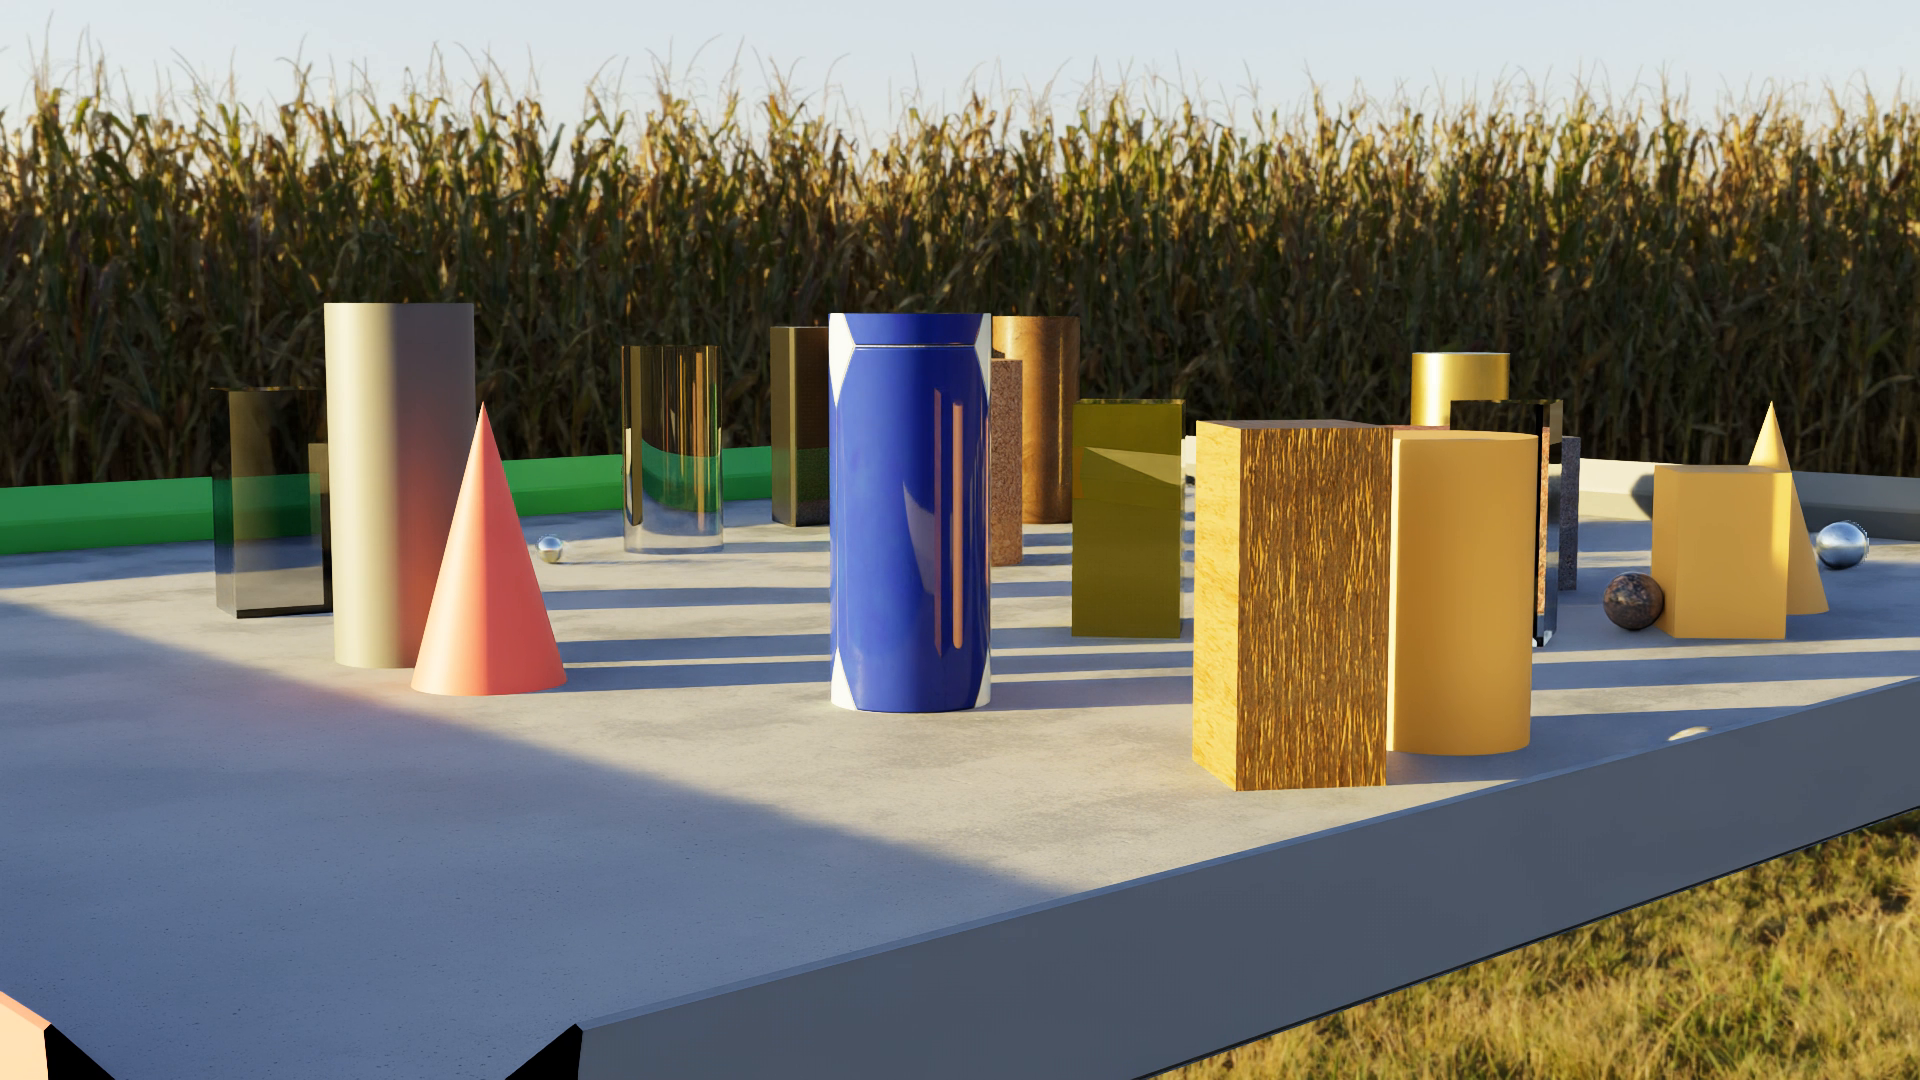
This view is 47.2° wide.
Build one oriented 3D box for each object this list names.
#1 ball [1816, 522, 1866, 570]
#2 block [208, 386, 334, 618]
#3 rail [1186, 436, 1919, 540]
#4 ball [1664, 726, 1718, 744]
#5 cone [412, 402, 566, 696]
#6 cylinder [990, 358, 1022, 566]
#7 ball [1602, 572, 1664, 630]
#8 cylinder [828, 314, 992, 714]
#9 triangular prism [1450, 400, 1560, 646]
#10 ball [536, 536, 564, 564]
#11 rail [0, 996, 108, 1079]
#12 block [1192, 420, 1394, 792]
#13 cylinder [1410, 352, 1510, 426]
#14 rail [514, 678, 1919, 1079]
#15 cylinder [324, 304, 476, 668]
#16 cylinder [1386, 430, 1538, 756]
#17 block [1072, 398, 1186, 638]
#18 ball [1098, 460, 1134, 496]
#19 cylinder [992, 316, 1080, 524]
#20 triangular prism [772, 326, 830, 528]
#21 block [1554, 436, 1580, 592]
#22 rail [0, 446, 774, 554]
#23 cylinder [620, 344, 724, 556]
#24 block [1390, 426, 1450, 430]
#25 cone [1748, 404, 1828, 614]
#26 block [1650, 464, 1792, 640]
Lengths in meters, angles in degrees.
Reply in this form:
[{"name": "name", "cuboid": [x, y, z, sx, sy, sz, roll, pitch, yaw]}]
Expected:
[{"name": "ball", "cuboid": [1.487, 0.010, 3.712, 0.080, 0.080, 0.080, 0, 6, 0]}, {"name": "block", "cuboid": [-1.002, -0.059, 3.211, 0.145, 0.323, 0.145, -3, 7, -29]}, {"name": "rail", "cuboid": [1.374, -0.104, 4.593, 0.045, 0.118, 3.207, -6, 8, -42]}, {"name": "ball", "cuboid": [0.640, 0.203, 1.891, 0.084, 0.084, 0.084, 0, 6, 0]}, {"name": "cone", "cuboid": [-0.557, 0.003, 2.586, 0.181, 0.333, 0.181, 0, 6, 0]}, {"name": "cylinder", "cuboid": [0.018, -0.137, 3.816, 0.181, 0.351, 0.181, 0, 6, 0]}, {"name": "ball", "cuboid": [0.924, 0.084, 3.020, 0.081, 0.081, 0.081, 0, 6, 0]}, {"name": "cylinder", "cuboid": [-0.056, -0.036, 2.469, 0.181, 0.435, 0.181, 0, 6, 0]}, {"name": "triangular prism", "cuboid": [0.762, -0.029, 2.960, 0.136, 0.317, 0.157, -5, 8, -39]}, {"name": "ball", "cuboid": [-0.708, 0.018, 3.798, 0.046, 0.046, 0.046, 0, 6, 0]}, {"name": "rail", "cuboid": [-1.374, 0.165, 2.072, 0.045, 0.118, 3.207, -6, 8, -42]}, {"name": "block", "cuboid": [0.312, 0.057, 2.086, 0.145, 0.333, 0.145, -1, 6, -10]}, {"name": "cylinder", "cuboid": [0.944, -0.176, 4.165, 0.181, 0.354, 0.181, 0, 6, 0]}, {"name": "rail", "cuboid": [1.071, 0.154, 2.178, 3.786, 0.118, 0.045, -6, 8, -42]}, {"name": "cylinder", "cuboid": [-0.700, -0.073, 2.768, 0.181, 0.446, 0.181, 0, 6, 0]}, {"name": "cylinder", "cuboid": [0.495, 0.049, 2.255, 0.181, 0.312, 0.181, 0, 6, 0]}, {"name": "block", "cuboid": [0.232, -0.033, 3.011, 0.145, 0.314, 0.145, 1, 6, 8]}, {"name": "ball", "cuboid": [0.365, -0.145, 5.155, 0.081, 0.081, 0.081, 0, 6, 0]}, {"name": "cylinder", "cuboid": [0.158, -0.251, 4.546, 0.181, 0.421, 0.181, 0, 6, 0]}, {"name": "triangular prism", "cuboid": [-0.336, -0.235, 4.500, 0.136, 0.400, 0.157, 5, 8, 40]}, {"name": "block", "cuboid": [0.874, -0.045, 3.479, 0.145, 0.239, 0.145, -2, 6, -19]}, {"name": "rail", "cuboid": [-1.071, -0.093, 4.487, 3.786, 0.118, 0.045, -6, 8, -42]}, {"name": "cylinder", "cuboid": [-0.523, -0.167, 3.999, 0.181, 0.372, 0.181, 0, 6, 0]}, {"name": "block", "cuboid": [0.702, -0.037, 3.299, 0.145, 0.262, 0.145, 0, 6, 4]}, {"name": "cone", "cuboid": [1.192, -0.053, 3.245, 0.181, 0.304, 0.181, 0, 6, 0]}, {"name": "block", "cuboid": [1.037, 0.014, 3.007, 0.145, 0.222, 0.145, 0, 6, 5]}]
